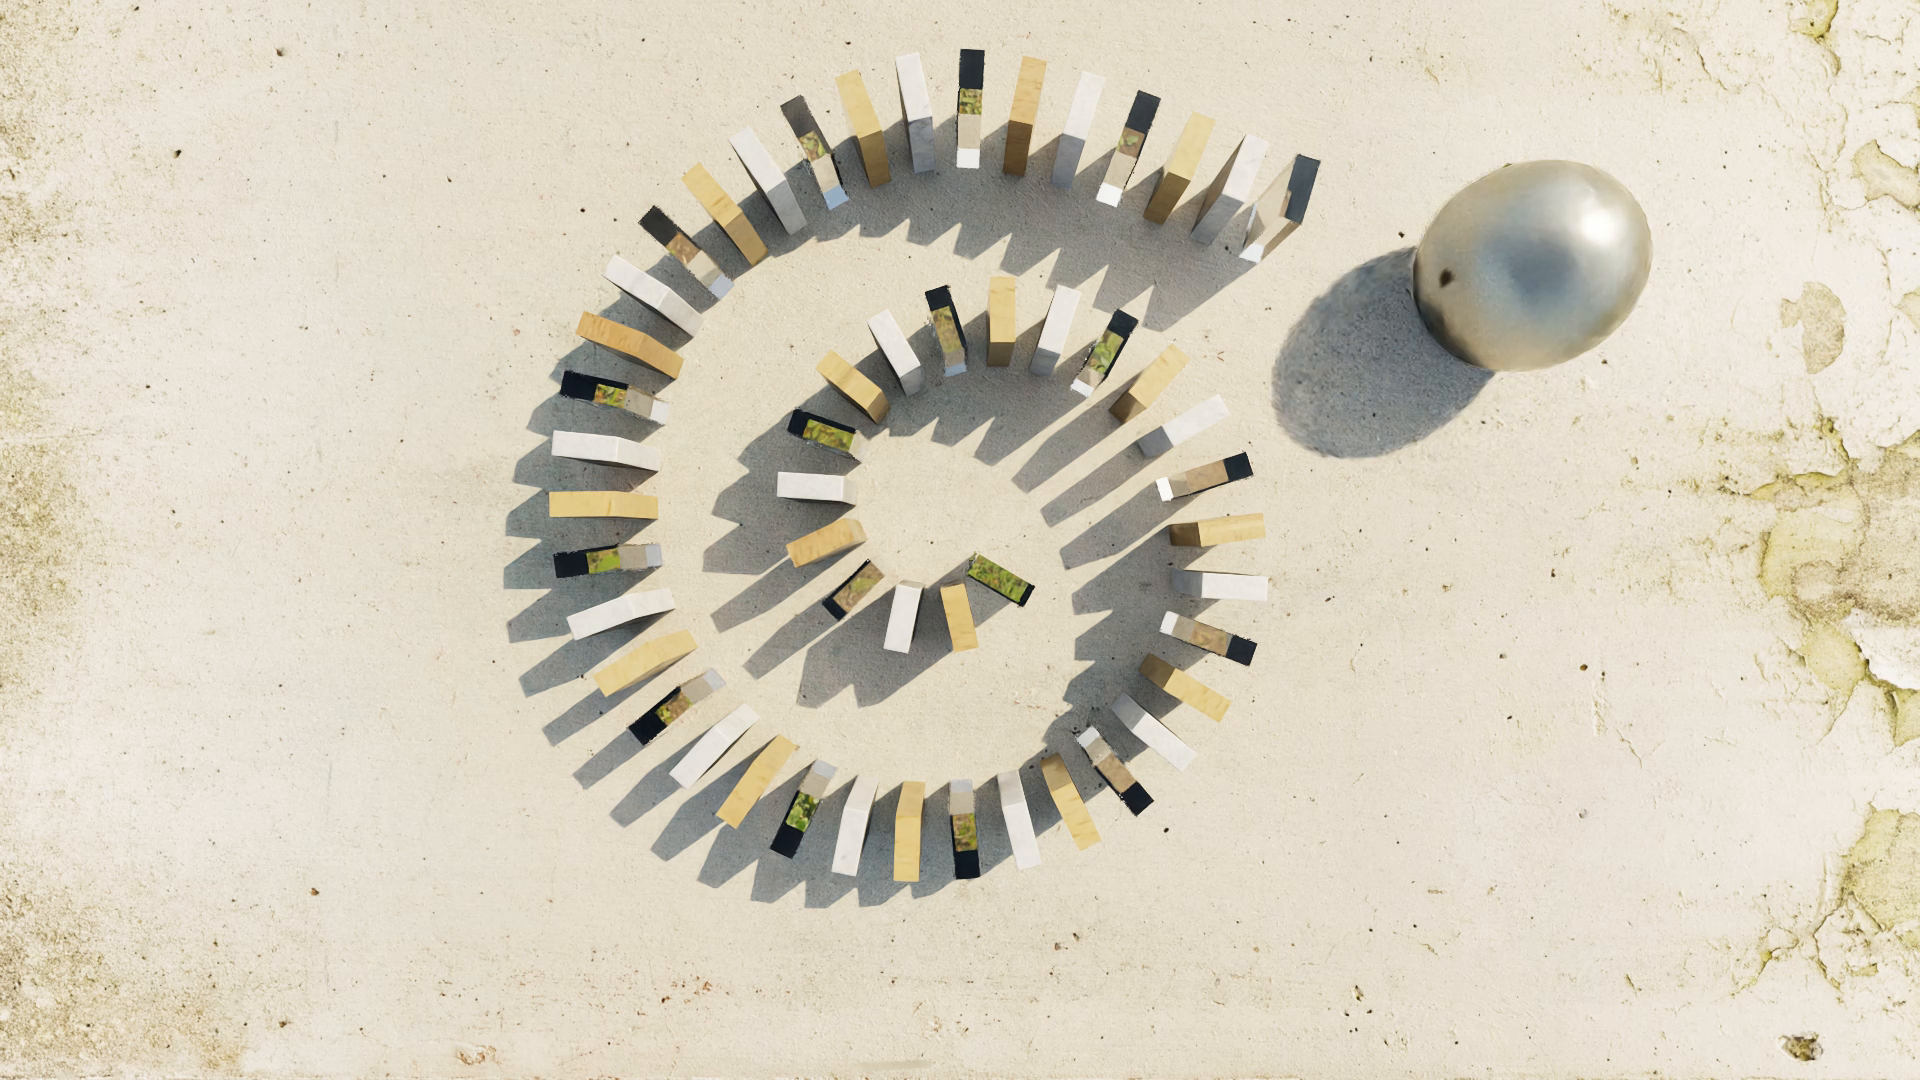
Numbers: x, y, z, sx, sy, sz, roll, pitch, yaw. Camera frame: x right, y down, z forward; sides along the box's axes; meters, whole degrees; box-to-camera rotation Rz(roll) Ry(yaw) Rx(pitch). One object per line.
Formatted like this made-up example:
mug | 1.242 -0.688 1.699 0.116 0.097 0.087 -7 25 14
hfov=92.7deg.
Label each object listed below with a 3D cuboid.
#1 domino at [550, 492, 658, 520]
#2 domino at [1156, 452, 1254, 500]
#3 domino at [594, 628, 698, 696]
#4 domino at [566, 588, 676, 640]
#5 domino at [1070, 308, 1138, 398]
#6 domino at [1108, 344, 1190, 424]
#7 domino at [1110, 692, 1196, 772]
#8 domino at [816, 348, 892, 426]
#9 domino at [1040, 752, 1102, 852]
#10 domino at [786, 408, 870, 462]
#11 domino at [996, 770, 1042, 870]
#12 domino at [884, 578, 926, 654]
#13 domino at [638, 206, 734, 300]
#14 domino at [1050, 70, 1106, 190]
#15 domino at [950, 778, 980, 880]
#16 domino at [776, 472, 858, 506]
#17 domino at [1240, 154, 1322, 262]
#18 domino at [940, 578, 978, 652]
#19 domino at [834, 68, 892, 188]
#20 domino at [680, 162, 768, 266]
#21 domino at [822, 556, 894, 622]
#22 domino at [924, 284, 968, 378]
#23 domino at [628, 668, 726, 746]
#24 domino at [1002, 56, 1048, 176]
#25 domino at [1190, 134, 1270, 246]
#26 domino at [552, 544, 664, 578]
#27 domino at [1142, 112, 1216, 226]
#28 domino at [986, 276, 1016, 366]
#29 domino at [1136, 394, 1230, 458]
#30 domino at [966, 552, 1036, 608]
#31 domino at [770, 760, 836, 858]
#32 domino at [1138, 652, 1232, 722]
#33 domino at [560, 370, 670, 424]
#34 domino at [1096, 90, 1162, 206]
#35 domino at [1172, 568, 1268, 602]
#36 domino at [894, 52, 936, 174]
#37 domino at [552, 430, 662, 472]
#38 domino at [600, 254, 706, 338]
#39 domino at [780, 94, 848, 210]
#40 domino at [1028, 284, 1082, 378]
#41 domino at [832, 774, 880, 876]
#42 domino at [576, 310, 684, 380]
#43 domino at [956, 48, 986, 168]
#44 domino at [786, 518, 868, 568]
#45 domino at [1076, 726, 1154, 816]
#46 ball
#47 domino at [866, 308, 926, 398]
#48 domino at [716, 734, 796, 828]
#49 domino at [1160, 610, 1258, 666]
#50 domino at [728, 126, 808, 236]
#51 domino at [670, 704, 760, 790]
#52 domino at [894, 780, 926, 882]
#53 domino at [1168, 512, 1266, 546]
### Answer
domino | -0.144 -0.014 0.375 0.025 0.050 0.009 -1 90 0
domino | 0.099 -0.025 0.375 0.025 0.050 0.010 -18 90 0
domino | -0.127 0.049 0.375 0.025 0.050 0.010 -32 90 0
domino | -0.137 0.030 0.375 0.025 0.050 0.010 -21 90 0
domino | 0.058 -0.075 0.375 0.009 0.050 0.025 29 90 0
domino | 0.076 -0.063 0.375 0.010 0.050 0.025 42 90 0
domino | 0.078 0.077 0.375 0.025 0.050 0.009 40 90 0
domino | -0.043 -0.061 0.375 0.025 0.050 0.010 39 90 0
domino | 0.044 0.106 0.375 0.009 0.050 0.025 -27 90 0
domino | -0.053 -0.042 0.375 0.025 0.050 0.009 19 90 0
domino | 0.024 0.113 0.375 0.009 0.050 0.025 -14 90 0
domino | -0.022 0.030 0.375 0.010 0.050 0.025 12 90 0
domino | -0.111 -0.116 0.375 0.025 0.050 0.010 42 90 0
domino | 0.047 -0.166 0.375 0.009 0.050 0.025 18 90 0
domino | 0.002 0.117 0.375 0.009 0.050 0.025 -6 90 0
domino | -0.057 -0.020 0.375 0.025 0.050 0.010 4 90 0
domino | 0.130 -0.134 0.375 0.010 0.050 0.025 17 90 0
domino | 0.000 0.030 0.375 0.009 0.050 0.025 -13 90 0
domino | -0.039 -0.167 0.375 0.010 0.050 0.025 -22 90 0
domino | -0.095 -0.132 0.375 0.009 0.050 0.025 -41 90 0
domino | -0.041 0.019 0.375 0.025 0.050 0.010 -44 90 0
domino | -0.005 -0.084 0.375 0.010 0.050 0.025 -18 90 0
domino | -0.114 0.067 0.375 0.025 0.050 0.010 -40 90 0
domino | 0.026 -0.172 0.375 0.010 0.050 0.025 13 90 0
domino | 0.109 -0.142 0.375 0.009 0.050 0.025 23 90 0
domino | -0.143 0.008 0.375 0.025 0.050 0.010 -9 90 0
domino | 0.089 -0.151 0.375 0.010 0.050 0.025 22 90 0
domino | 0.016 -0.088 0.375 0.009 0.050 0.025 0 90 0
domino | 0.090 -0.046 0.375 0.025 0.050 0.009 -29 90 0
domino | 0.016 0.016 0.375 0.025 0.050 0.010 30 90 0
domino | -0.063 0.109 0.375 0.010 0.050 0.025 25 90 0
domino | 0.091 0.059 0.375 0.025 0.050 0.009 31 90 0
domino | -0.140 -0.058 0.375 0.025 0.050 0.010 12 90 0
domino | 0.068 -0.159 0.375 0.009 0.050 0.025 21 90 0
domino | 0.105 0.018 0.375 0.025 0.050 0.010 4 90 0
domino | -0.018 -0.173 0.375 0.009 0.050 0.025 -12 90 0
domino | -0.143 -0.036 0.375 0.025 0.050 0.010 6 90 0
domino | -0.124 -0.099 0.375 0.025 0.050 0.010 32 90 0
domino | -0.059 -0.157 0.375 0.009 0.050 0.025 -29 90 0
domino | 0.038 -0.084 0.375 0.009 0.050 0.025 18 90 0
domino | -0.042 0.115 0.375 0.010 0.050 0.025 11 90 0
domino | -0.134 -0.079 0.375 0.025 0.050 0.010 20 90 0
domino | 0.004 -0.175 0.375 0.010 0.050 0.025 3 90 0
domino | -0.053 0.001 0.375 0.025 0.050 0.010 -25 90 0
domino | 0.063 0.093 0.375 0.009 0.050 0.025 -41 90 0
ball | 0.222 -0.106 0.360 0.080 0.080 0.080 0 90 0
domino | -0.025 -0.075 0.375 0.010 0.050 0.025 -31 90 0
domino | -0.082 0.097 0.375 0.010 0.050 0.025 36 90 0
domino | 0.100 0.040 0.375 0.025 0.050 0.009 20 90 0
domino | -0.078 -0.145 0.375 0.009 0.050 0.025 -35 90 0
domino | -0.099 0.083 0.375 0.010 0.050 0.025 43 90 0
domino | -0.020 0.118 0.375 0.010 0.050 0.025 2 90 0
domino | 0.104 -0.004 0.375 0.025 0.050 0.009 -8 90 0
